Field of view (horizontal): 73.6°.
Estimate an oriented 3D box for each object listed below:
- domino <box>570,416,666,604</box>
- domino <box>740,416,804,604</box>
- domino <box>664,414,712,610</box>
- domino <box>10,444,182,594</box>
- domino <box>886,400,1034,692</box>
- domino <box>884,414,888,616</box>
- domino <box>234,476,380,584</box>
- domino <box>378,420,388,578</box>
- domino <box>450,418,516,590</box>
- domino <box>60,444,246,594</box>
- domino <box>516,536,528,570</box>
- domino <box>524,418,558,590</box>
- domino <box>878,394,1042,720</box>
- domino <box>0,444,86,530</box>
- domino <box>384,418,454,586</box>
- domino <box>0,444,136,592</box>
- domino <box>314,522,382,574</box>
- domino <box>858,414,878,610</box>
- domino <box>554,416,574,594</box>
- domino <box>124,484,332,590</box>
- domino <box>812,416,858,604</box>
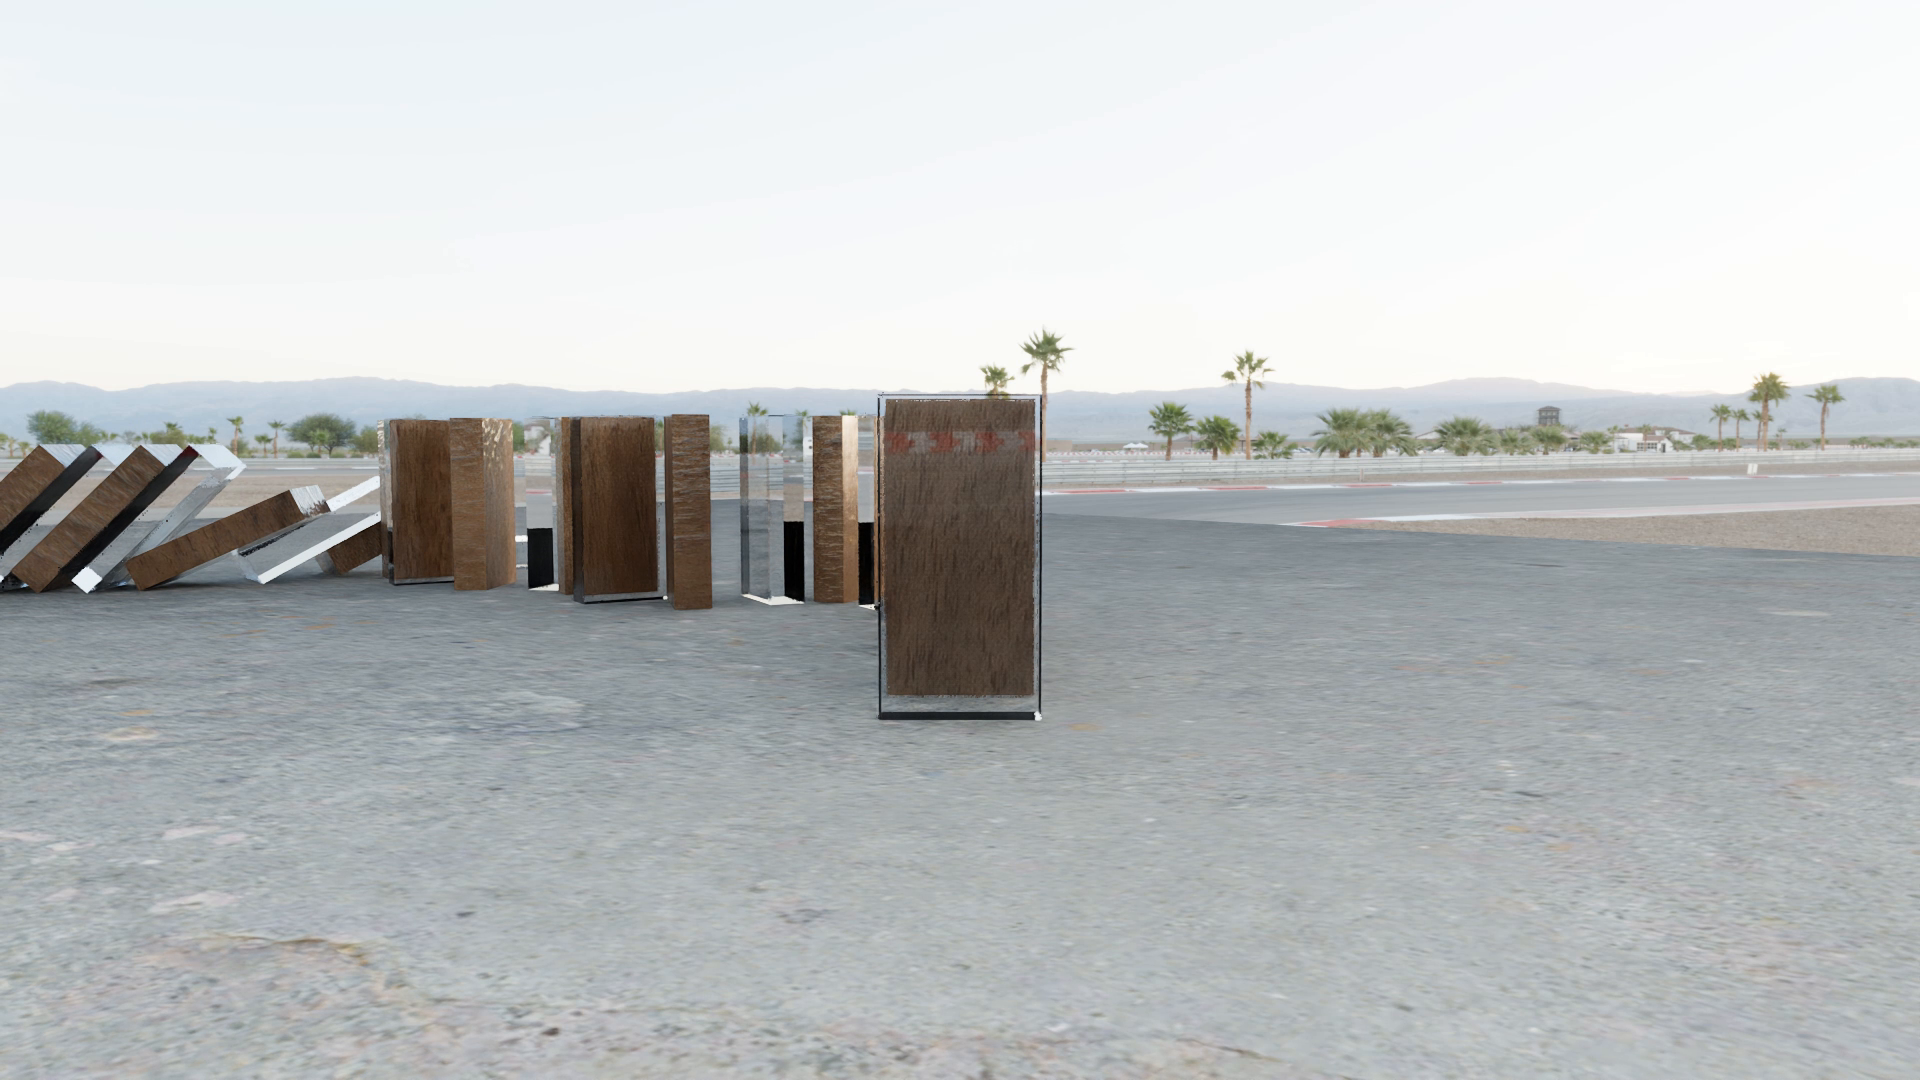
[{"bbox_3d":[-0.092,-0.009,0.349,0.025,0.050,0.010,-3,5,-34],"label":"domino"},{"bbox_3d":[-0.052,-0.009,0.351,0.010,0.050,0.025,-2,5,-28],"label":"domino"},{"bbox_3d":[-0.072,-0.008,0.340,0.009,0.050,0.025,-1,4,-17],"label":"domino"},{"bbox_3d":[-0.251,-0.007,0.378,0.010,0.050,0.025,45,-5,-11],"label":"domino"},{"bbox_3d":[0.000,0.001,0.224,0.025,0.050,0.010,0,4,0],"label":"domino"},{"bbox_3d":[-0.005,-0.006,0.316,0.025,0.050,0.009,-1,4,-14],"label":"domino"},{"bbox_3d":[-0.205,-0.004,0.411,0.050,0.009,0.025,-36,25,-31],"label":"domino"},{"bbox_3d":[-0.173,-0.013,0.414,0.025,0.050,0.009,-3,5,-35],"label":"domino"},{"bbox_3d":[-0.142,-0.011,0.384,0.010,0.050,0.025,0,4,0],"label":"domino"},{"bbox_3d":[-0.237,-0.007,0.379,0.010,0.050,0.025,45,-5,-11],"label":"domino"},{"bbox_3d":[-0.167,0.005,0.440,0.050,0.009,0.025,-3,5,-31],"label":"domino"},{"bbox_3d":[-0.119,-0.011,0.384,0.010,0.050,0.025,1,4,10],"label":"domino"},{"bbox_3d":[0.000,0.002,0.201,0.025,0.050,0.010,0,4,0],"label":"domino"},{"bbox_3d":[-0.277,-0.007,0.374,0.010,0.050,0.025,45,-5,-11],"label":"domino"},{"bbox_3d":[-0.162,-0.012,0.394,0.025,0.050,0.010,-3,5,-33],"label":"domino"},{"bbox_3d":[-0.264,-0.007,0.377,0.010,0.050,0.025,45,-5,-11],"label":"domino"},{"bbox_3d":[-0.188,-0.005,0.428,0.050,0.009,0.025,-34,21,-32],"label":"domino"},{"bbox_3d":[-0.013,-0.008,0.338,0.025,0.050,0.010,-2,5,-30],"label":"domino"},{"bbox_3d":[-0.102,-0.010,0.370,0.025,0.050,0.009,-2,5,-28],"label":"domino"},{"bbox_3d":[-0.218,-0.001,0.385,0.050,0.009,0.025,-25,9,-6],"label":"domino"},{"bbox_3d":[-0.030,-0.009,0.354,0.009,0.050,0.025,2,5,26],"label":"domino"}]
